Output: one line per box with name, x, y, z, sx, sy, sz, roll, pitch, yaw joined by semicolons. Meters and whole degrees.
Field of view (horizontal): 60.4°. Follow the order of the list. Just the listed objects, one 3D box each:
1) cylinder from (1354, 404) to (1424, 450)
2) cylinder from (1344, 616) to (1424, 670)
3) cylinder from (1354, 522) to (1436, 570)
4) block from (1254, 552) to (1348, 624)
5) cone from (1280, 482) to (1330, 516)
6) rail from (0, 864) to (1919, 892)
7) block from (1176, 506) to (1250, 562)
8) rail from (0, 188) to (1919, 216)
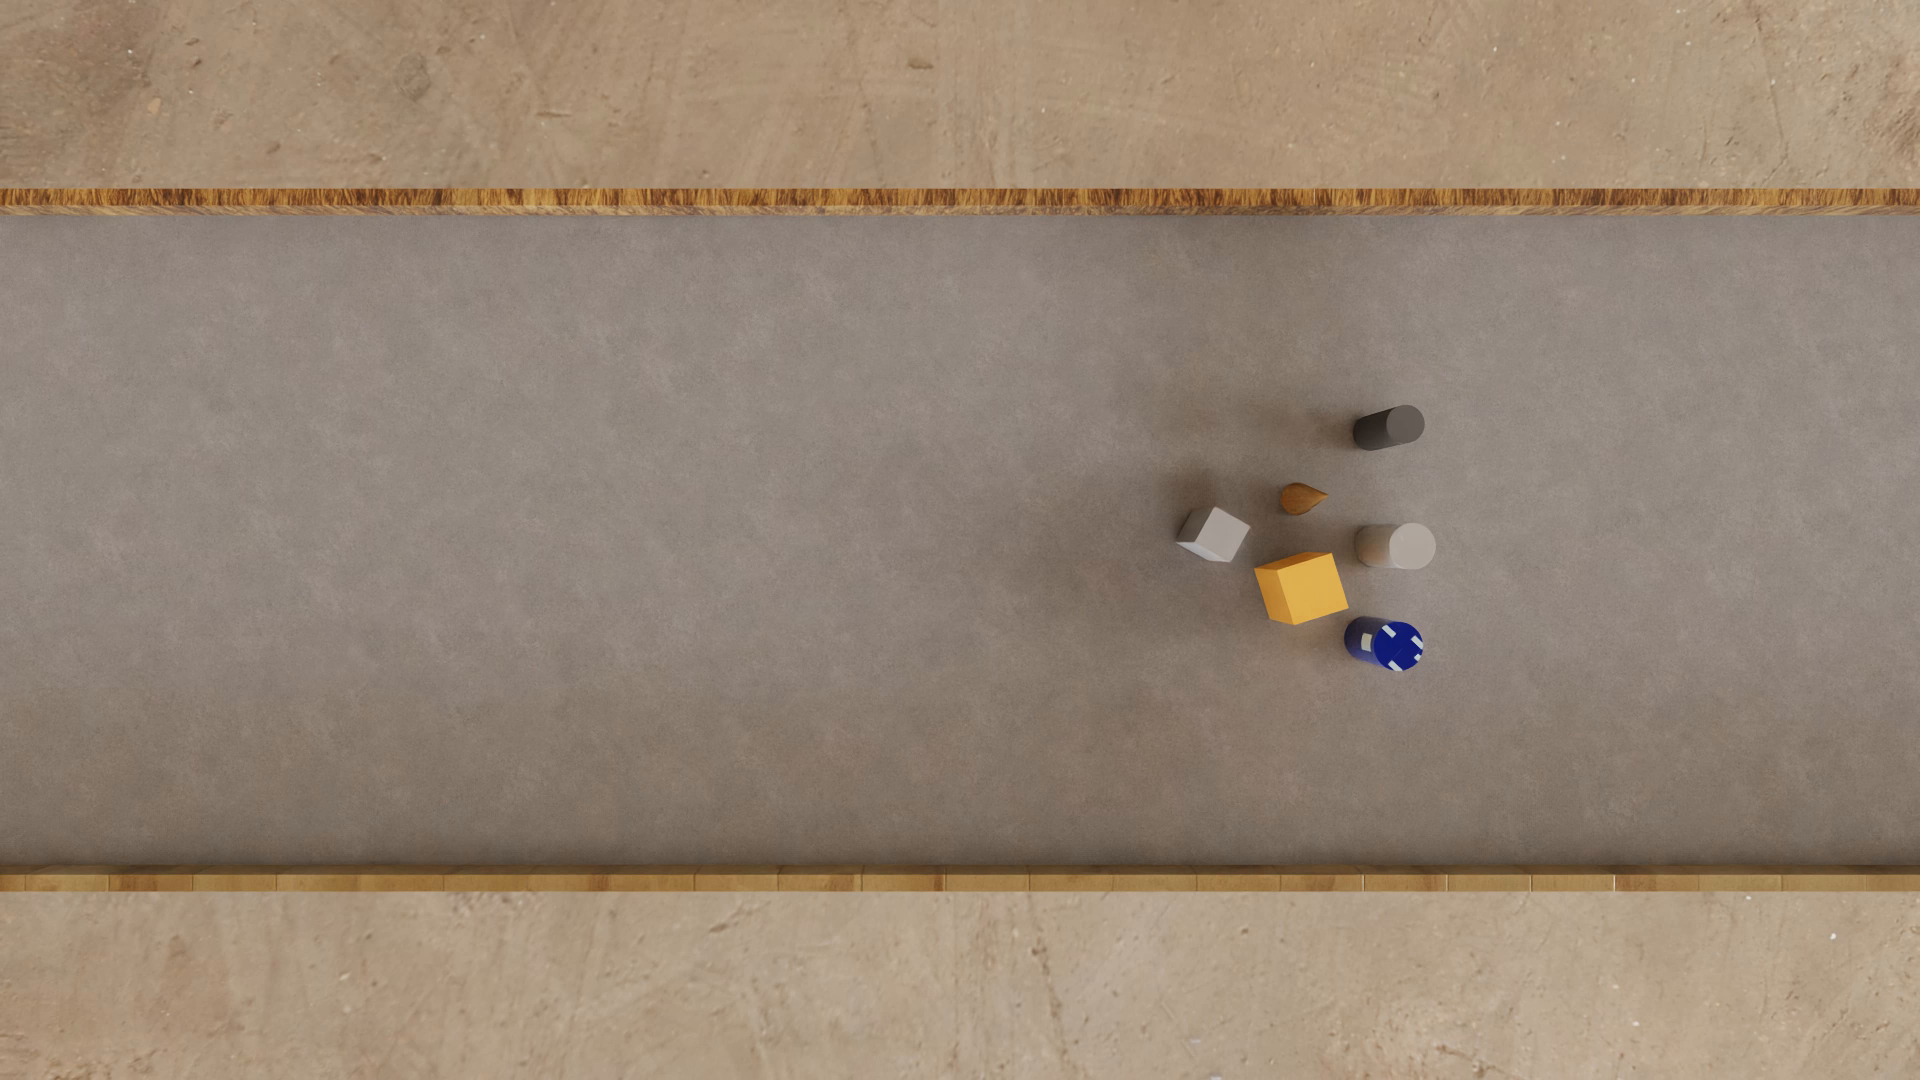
cylinder;1.264;-0.329;4.878;0.109;0.397;0.109;0;90;0
cylinder;1.252;0.304;4.894;0.141;0.366;0.141;0;90;0
cylinder;1.280;0.017;4.872;0.132;0.409;0.132;0;90;0
block;1.007;0.140;4.892;0.164;0.368;0.164;-17;90;0
cone;1.038;-0.127;4.856;0.101;0.440;0.101;0;90;0
rail;-2.247;1.025;5.001;12.000;0.150;0.050;0;90;0
block;0.740;-0.016;4.862;0.116;0.428;0.116;29;90;0
rail;-2.247;-1.025;5.002;12.000;0.150;0.050;0;90;0
